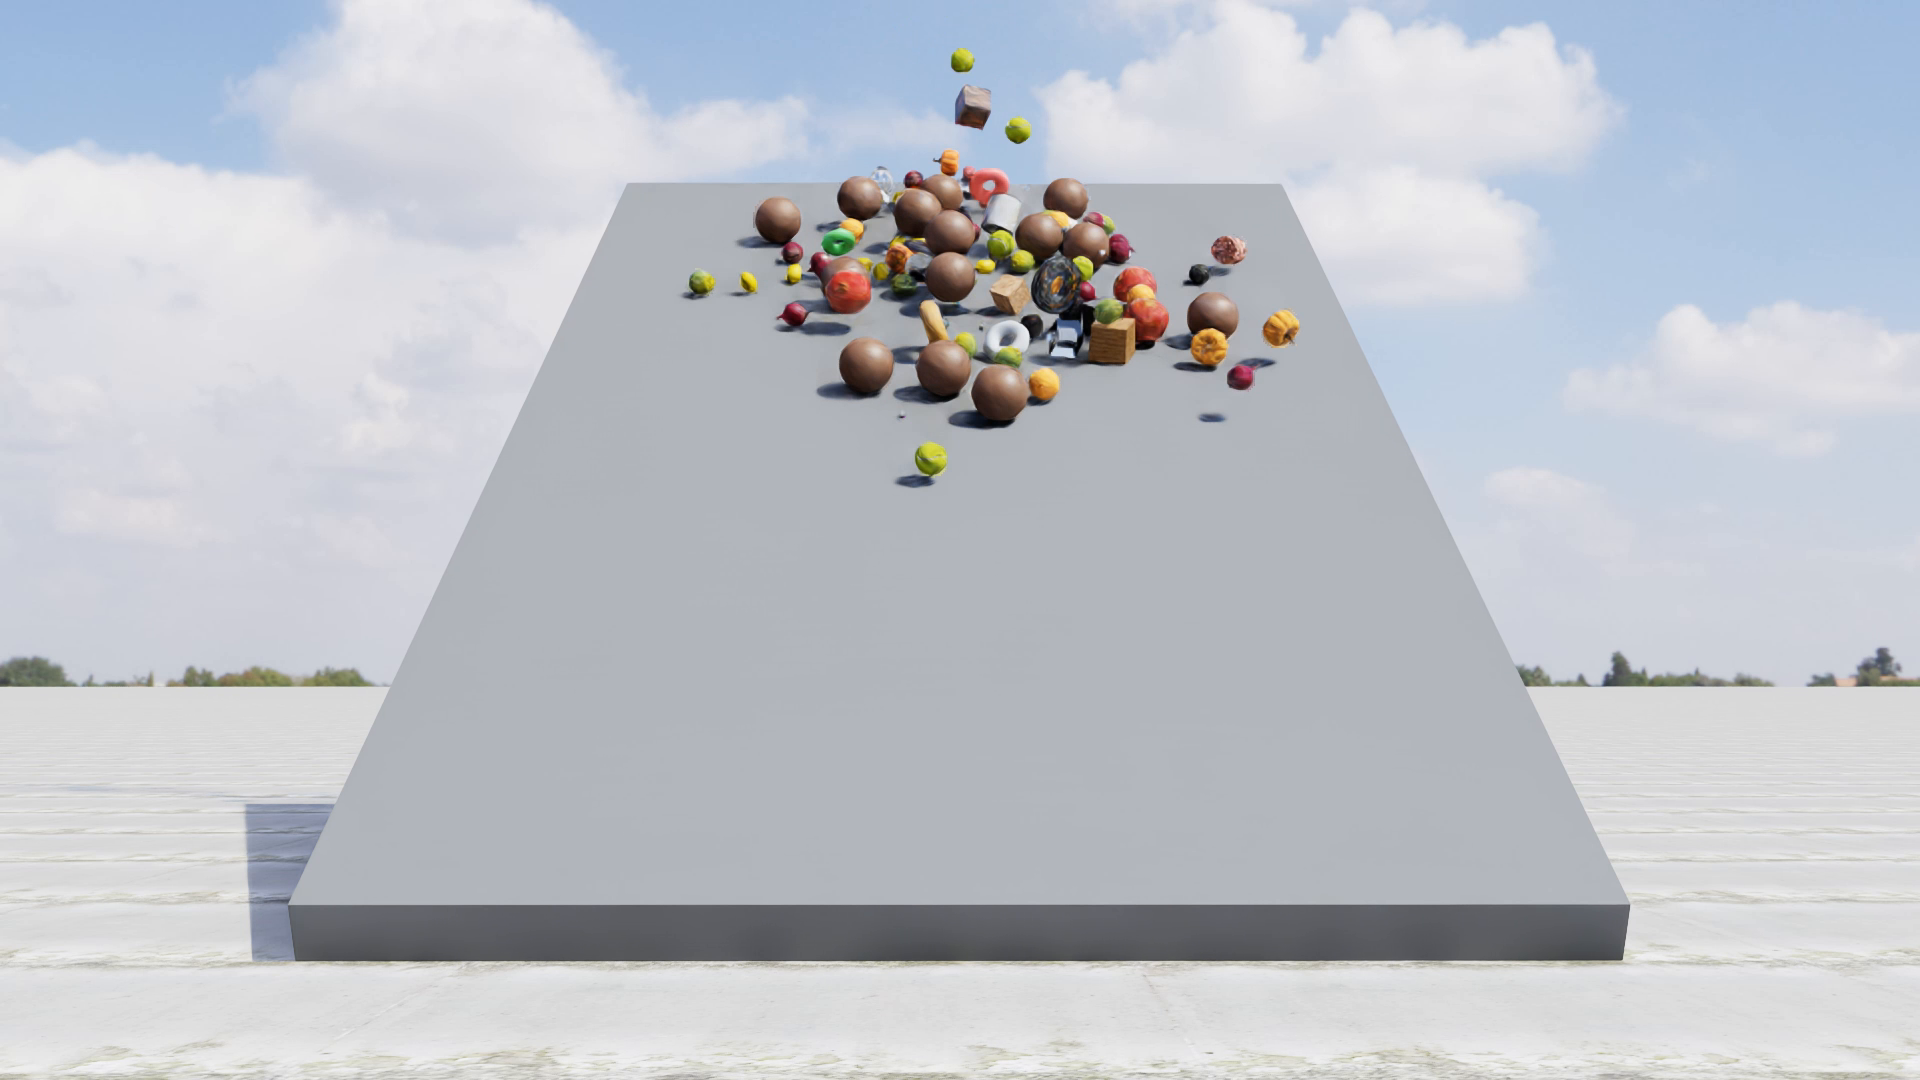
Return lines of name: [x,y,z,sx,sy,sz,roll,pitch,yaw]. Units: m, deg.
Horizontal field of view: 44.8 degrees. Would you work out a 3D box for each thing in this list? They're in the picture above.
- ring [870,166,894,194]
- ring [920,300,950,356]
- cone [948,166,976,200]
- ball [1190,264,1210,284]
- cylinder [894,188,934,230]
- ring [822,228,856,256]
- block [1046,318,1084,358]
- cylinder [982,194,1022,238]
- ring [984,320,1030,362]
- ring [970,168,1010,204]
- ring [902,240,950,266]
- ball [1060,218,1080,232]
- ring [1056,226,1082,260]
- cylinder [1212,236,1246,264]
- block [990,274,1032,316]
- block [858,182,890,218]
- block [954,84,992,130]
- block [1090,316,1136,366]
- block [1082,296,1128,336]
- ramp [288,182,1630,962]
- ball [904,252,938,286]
ring: [-0.236,-1.076,6.981,0.087,0.087,0.029,-3,6,39]
ring: [-0.061,-0.515,5.658,0.047,0.142,0.142,-19,-4,1]
cone: [0.023,-1.060,6.845,0.094,0.094,0.094,18,-6,2]
ball: [0.639,-0.709,6.202,0.054,0.054,0.054,0,-3,0]
cylinder: [-0.127,-0.916,6.451,0.098,0.098,0.098,0,-3,5]
ring: [-0.312,-0.766,5.987,0.087,0.029,0.087,-9,-34,-6]
block: [0.255,-0.488,5.636,0.064,0.064,0.064,5,-33,-19]
cylinder: [0.114,-0.897,6.438,0.091,0.091,0.091,15,-11,3]
ring: [0.113,-0.481,5.652,0.117,0.117,0.039,-1,-31,18]
ring: [0.082,-1.000,6.565,0.114,0.038,0.114,-2,-48,-2]
ring: [-0.094,-0.784,6.353,0.136,0.045,0.136,16,15,-4]
ball: [0.311,-0.882,6.586,0.054,0.054,0.054,0,-3,0]
ring: [0.299,-0.816,6.395,0.031,0.093,0.093,-19,6,-30]
cylinder: [0.726,-0.782,6.285,0.071,0.071,0.071,-2,4,29]
block: [0.130,-0.630,5.974,0.067,0.067,0.067,24,-27,38]
block: [-0.250,-0.991,6.784,0.060,0.060,0.060,-40,17,21]
block: [0.038,-1.256,6.751,0.083,0.083,0.083,9,-37,-17]
block: [0.371,-0.486,5.657,0.090,0.090,0.090,8,25,17]
block: [0.363,-0.553,5.814,0.081,0.081,0.081,-22,33,-37]
ramp: [-0.008,-0.228,5.313,2.000,0.100,4.000,0,24,0]
ball: [-0.104,-0.717,6.172,0.090,0.090,0.090,0,-3,0]
